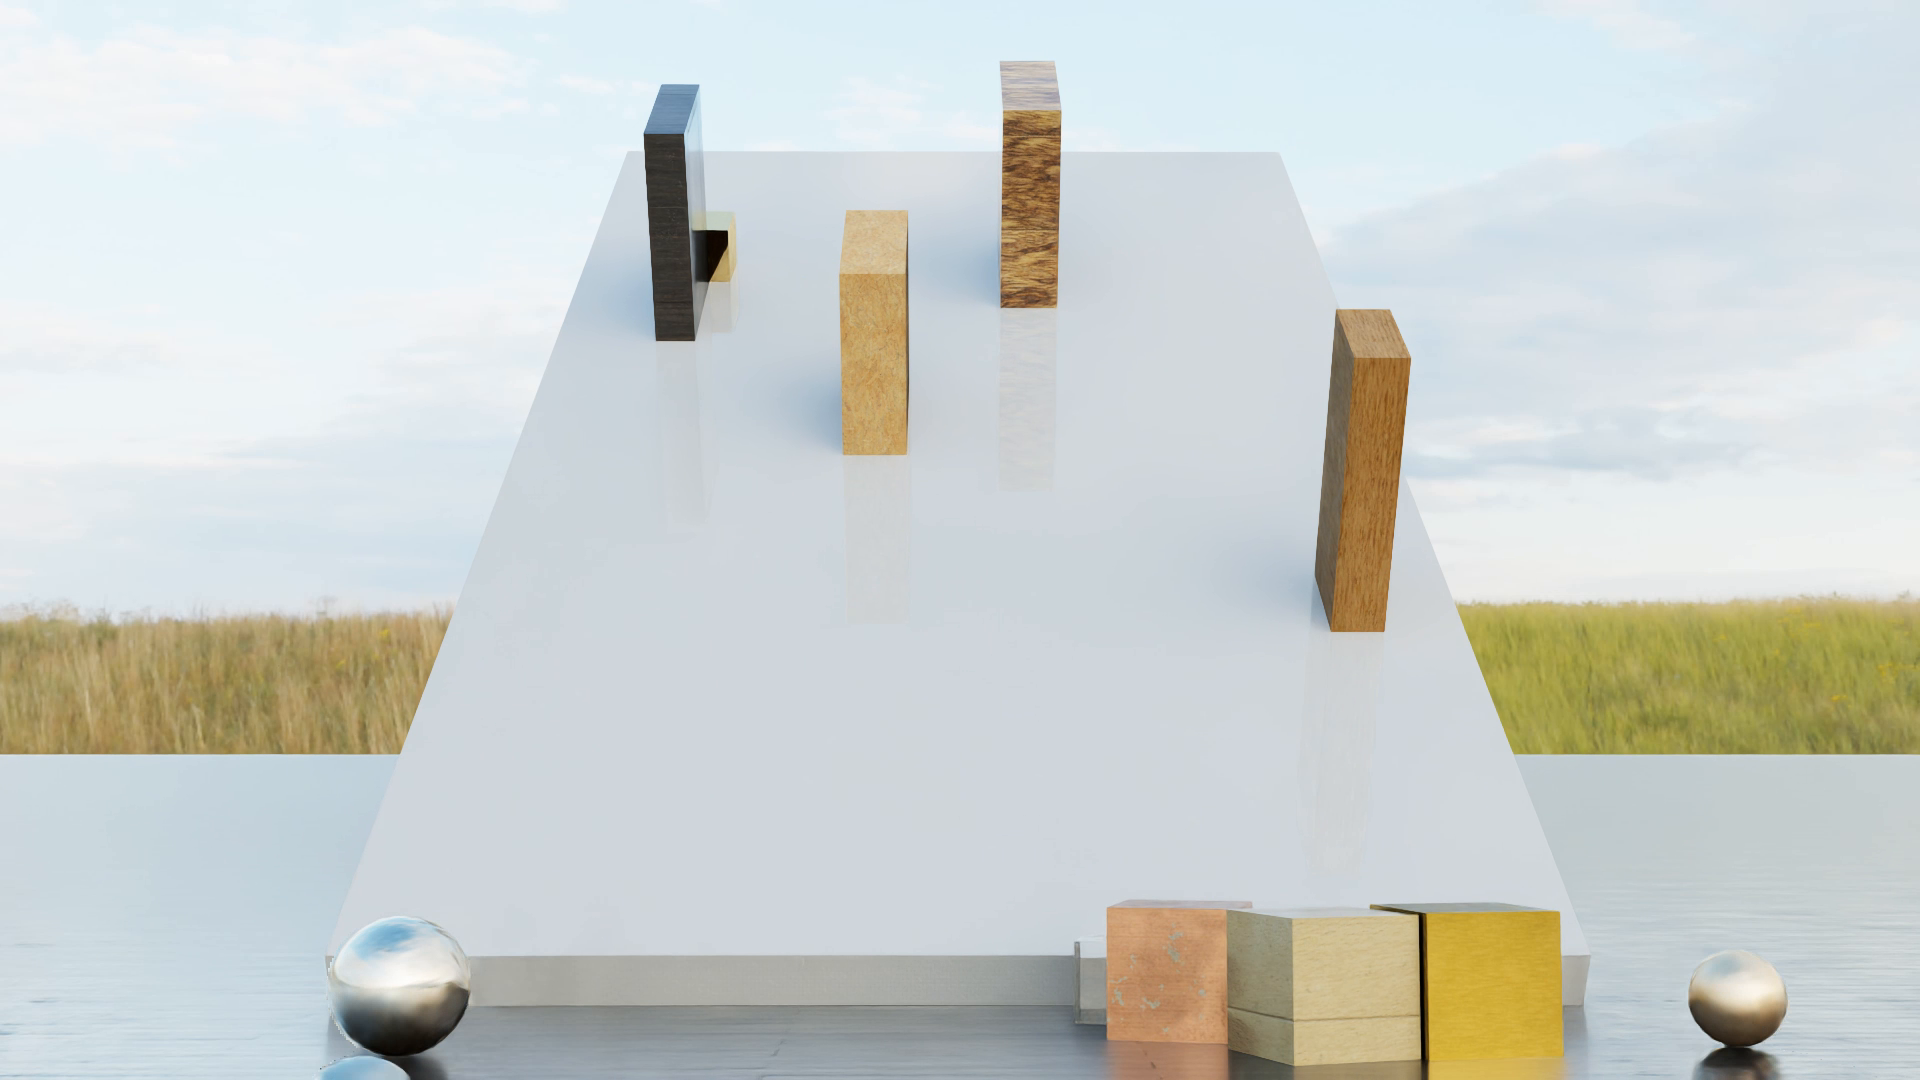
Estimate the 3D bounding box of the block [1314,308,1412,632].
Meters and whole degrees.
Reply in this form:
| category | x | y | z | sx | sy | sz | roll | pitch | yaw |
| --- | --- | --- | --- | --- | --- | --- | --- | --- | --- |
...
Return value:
| category | x | y | z | sx | sy | sz | roll | pitch | yaw |
| --- | --- | --- | --- | --- | --- | --- | --- | --- | --- |
| block | 0.781 | -0.134 | 4.643 | 0.105 | 0.584 | 0.240 | 0 | 28 | 0 |

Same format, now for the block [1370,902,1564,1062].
| category | x | y | z | sx | sy | sz | roll | pitch | yaw |
| --- | --- | --- | --- | --- | --- | --- | --- | --- | --- |
| block | 0.689 | 0.599 | 3.251 | 0.192 | 0.192 | 0.192 | 1 | -5 | -13 |

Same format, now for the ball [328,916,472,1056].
| category | x | y | z | sx | sy | sz | roll | pitch | yaw |
| --- | --- | --- | --- | --- | --- | --- | --- | --- | --- |
| ball | -0.750 | 0.597 | 3.188 | 0.186 | 0.186 | 0.186 | 0 | -5 | 0 |

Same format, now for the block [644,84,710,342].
| category | x | y | z | sx | sy | sz | roll | pitch | yaw |
| --- | --- | --- | --- | --- | --- | --- | --- | --- | --- |
| block | -0.714 | -0.831 | 6.021 | 0.099 | 0.539 | 0.408 | 0 | 28 | 0 |

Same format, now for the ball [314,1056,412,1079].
| category | x | y | z | sx | sy | sz | roll | pitch | yaw |
| --- | --- | --- | --- | --- | --- | --- | --- | --- | --- |
| ball | -0.570 | 0.551 | 2.264 | 0.117 | 0.117 | 0.117 | 0 | -5 | 0 |

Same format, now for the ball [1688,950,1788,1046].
| category | x | y | z | sx | sy | sz | roll | pitch | yaw |
| --- | --- | --- | --- | --- | --- | --- | --- | --- | --- |
| ball | 1.074 | 0.633 | 3.286 | 0.131 | 0.131 | 0.131 | 0 | -5 | 0 |

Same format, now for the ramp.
| category | x | y | z | sx | sy | sz | roll | pitch | yaw |
| --- | --- | --- | --- | --- | --- | --- | --- | --- | --- |
| ramp | -0.011 | -0.225 | 5.552 | 2.000 | 0.100 | 4.000 | 0 | 28 | 0 |

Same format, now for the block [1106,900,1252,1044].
| category | x | y | z | sx | sy | sz | roll | pitch | yaw |
| --- | --- | --- | --- | --- | --- | --- | --- | --- | --- |
| block | 0.319 | 0.618 | 3.429 | 0.185 | 0.185 | 0.185 | -1 | -5 | 13 |

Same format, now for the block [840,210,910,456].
| category | x | y | z | sx | sy | sz | roll | pitch | yaw |
| --- | --- | --- | --- | --- | --- | --- | --- | --- | --- |
| block | -0.193 | -0.480 | 5.461 | 0.144 | 0.437 | 0.409 | 0 | 28 | 0 |

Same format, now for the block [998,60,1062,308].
| category | x | y | z | sx | sy | sz | roll | pitch | yaw |
| --- | --- | --- | --- | --- | --- | --- | --- | --- | --- |
| block | 0.178 | -0.937 | 6.240 | 0.147 | 0.529 | 0.438 | 0 | 28 | 0 |

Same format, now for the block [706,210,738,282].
| category | x | y | z | sx | sy | sz | roll | pitch | yaw |
| --- | --- | --- | --- | --- | --- | --- | --- | --- | --- |
| block | -0.680 | -0.785 | 6.358 | 0.146 | 0.146 | 0.146 | 1 | 28 | 2 |

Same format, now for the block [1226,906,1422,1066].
| category | x | y | z | sx | sy | sz | roll | pitch | yaw |
| --- | --- | --- | --- | --- | --- | --- | --- | --- | --- |
| block | 0.488 | 0.597 | 3.209 | 0.189 | 0.189 | 0.189 | 2 | -5 | -20 |

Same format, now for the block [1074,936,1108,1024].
| category | x | y | z | sx | sy | sz | roll | pitch | yaw |
| --- | --- | --- | --- | --- | --- | --- | --- | --- | --- |
| block | 0.241 | 0.666 | 3.605 | 0.122 | 0.122 | 0.122 | -1 | -5 | 9 |
